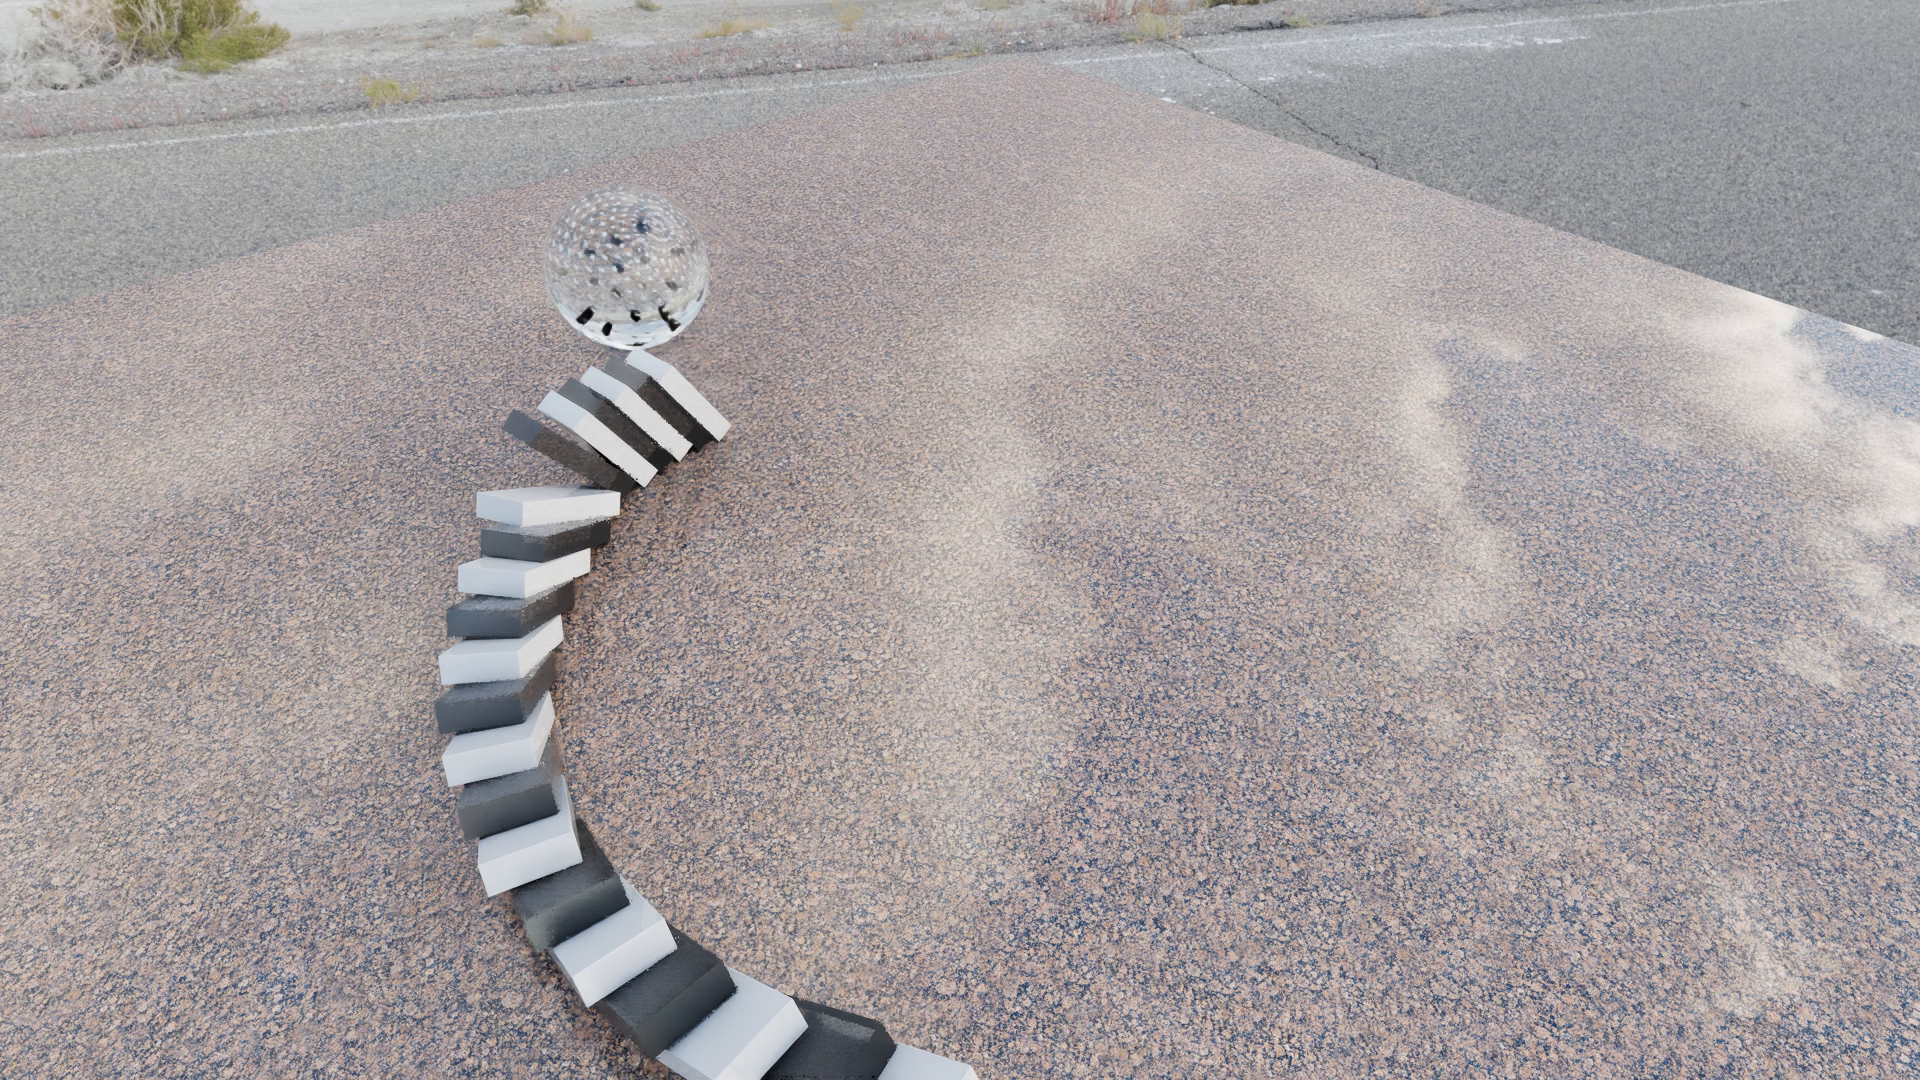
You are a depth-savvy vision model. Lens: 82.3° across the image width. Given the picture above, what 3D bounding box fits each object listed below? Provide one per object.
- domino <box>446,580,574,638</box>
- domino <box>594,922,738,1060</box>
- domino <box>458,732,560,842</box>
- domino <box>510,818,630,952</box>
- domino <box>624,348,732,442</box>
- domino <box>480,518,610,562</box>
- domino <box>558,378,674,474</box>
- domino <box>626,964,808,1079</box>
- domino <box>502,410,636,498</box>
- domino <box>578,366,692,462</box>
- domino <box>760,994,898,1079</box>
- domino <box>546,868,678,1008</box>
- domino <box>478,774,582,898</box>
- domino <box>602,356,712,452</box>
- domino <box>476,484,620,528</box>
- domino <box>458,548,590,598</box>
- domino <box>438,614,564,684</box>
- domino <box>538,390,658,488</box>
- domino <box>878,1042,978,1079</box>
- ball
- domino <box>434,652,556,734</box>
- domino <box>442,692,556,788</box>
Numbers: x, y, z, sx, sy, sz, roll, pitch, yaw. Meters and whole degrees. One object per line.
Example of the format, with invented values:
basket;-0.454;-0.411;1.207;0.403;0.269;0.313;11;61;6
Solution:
domino;-0.160;0.024;0.396;0.025;0.009;0.050;1;10;1
domino;-0.082;0.114;0.287;0.025;0.009;0.050;-33;21;-33
domino;-0.136;0.074;0.335;0.025;0.010;0.050;-15;12;-17
domino;-0.112;0.095;0.309;0.025;0.010;0.050;-24;16;-26
domino;-0.126;-0.065;0.492;0.025;0.050;0.010;28;78;30
domino;-0.160;-0.002;0.427;0.025;0.010;0.050;7;10;9
domino;-0.147;-0.049;0.473;0.025;0.050;0.009;28;78;30
domino;-0.064;0.121;0.278;0.050;0.009;0.025;-1;29;46
domino;-0.161;-0.035;0.456;0.025;0.050;0.009;25;82;39
domino;-0.141;-0.054;0.480;0.025;0.050;0.010;28;78;30
domino;-0.043;0.127;0.271;0.050;0.010;0.025;-5;31;39
domino;-0.098;0.105;0.297;0.025;0.010;0.050;-28;18;-30
domino;-0.126;0.085;0.321;0.025;0.009;0.050;-17;13;-20
domino;-0.134;-0.060;0.486;0.025;0.050;0.010;28;78;30
domino;-0.164;-0.014;0.441;0.025;0.009;0.050;11;12;26
domino;-0.162;0.011;0.412;0.025;0.009;0.050;5;10;7
domino;-0.157;0.037;0.380;0.025;0.009;0.050;-3;10;-4
domino;-0.152;-0.042;0.465;0.025;0.050;0.009;28;78;30
domino;-0.021;0.133;0.262;0.050;0.009;0.025;-4;31;39
ball;-0.167;-0.136;0.554;0.080;0.080;0.080;0;39;0
domino;-0.152;0.050;0.364;0.025;0.010;0.050;-6;10;-8
domino;-0.145;0.062;0.349;0.025;0.009;0.050;-11;11;-13
